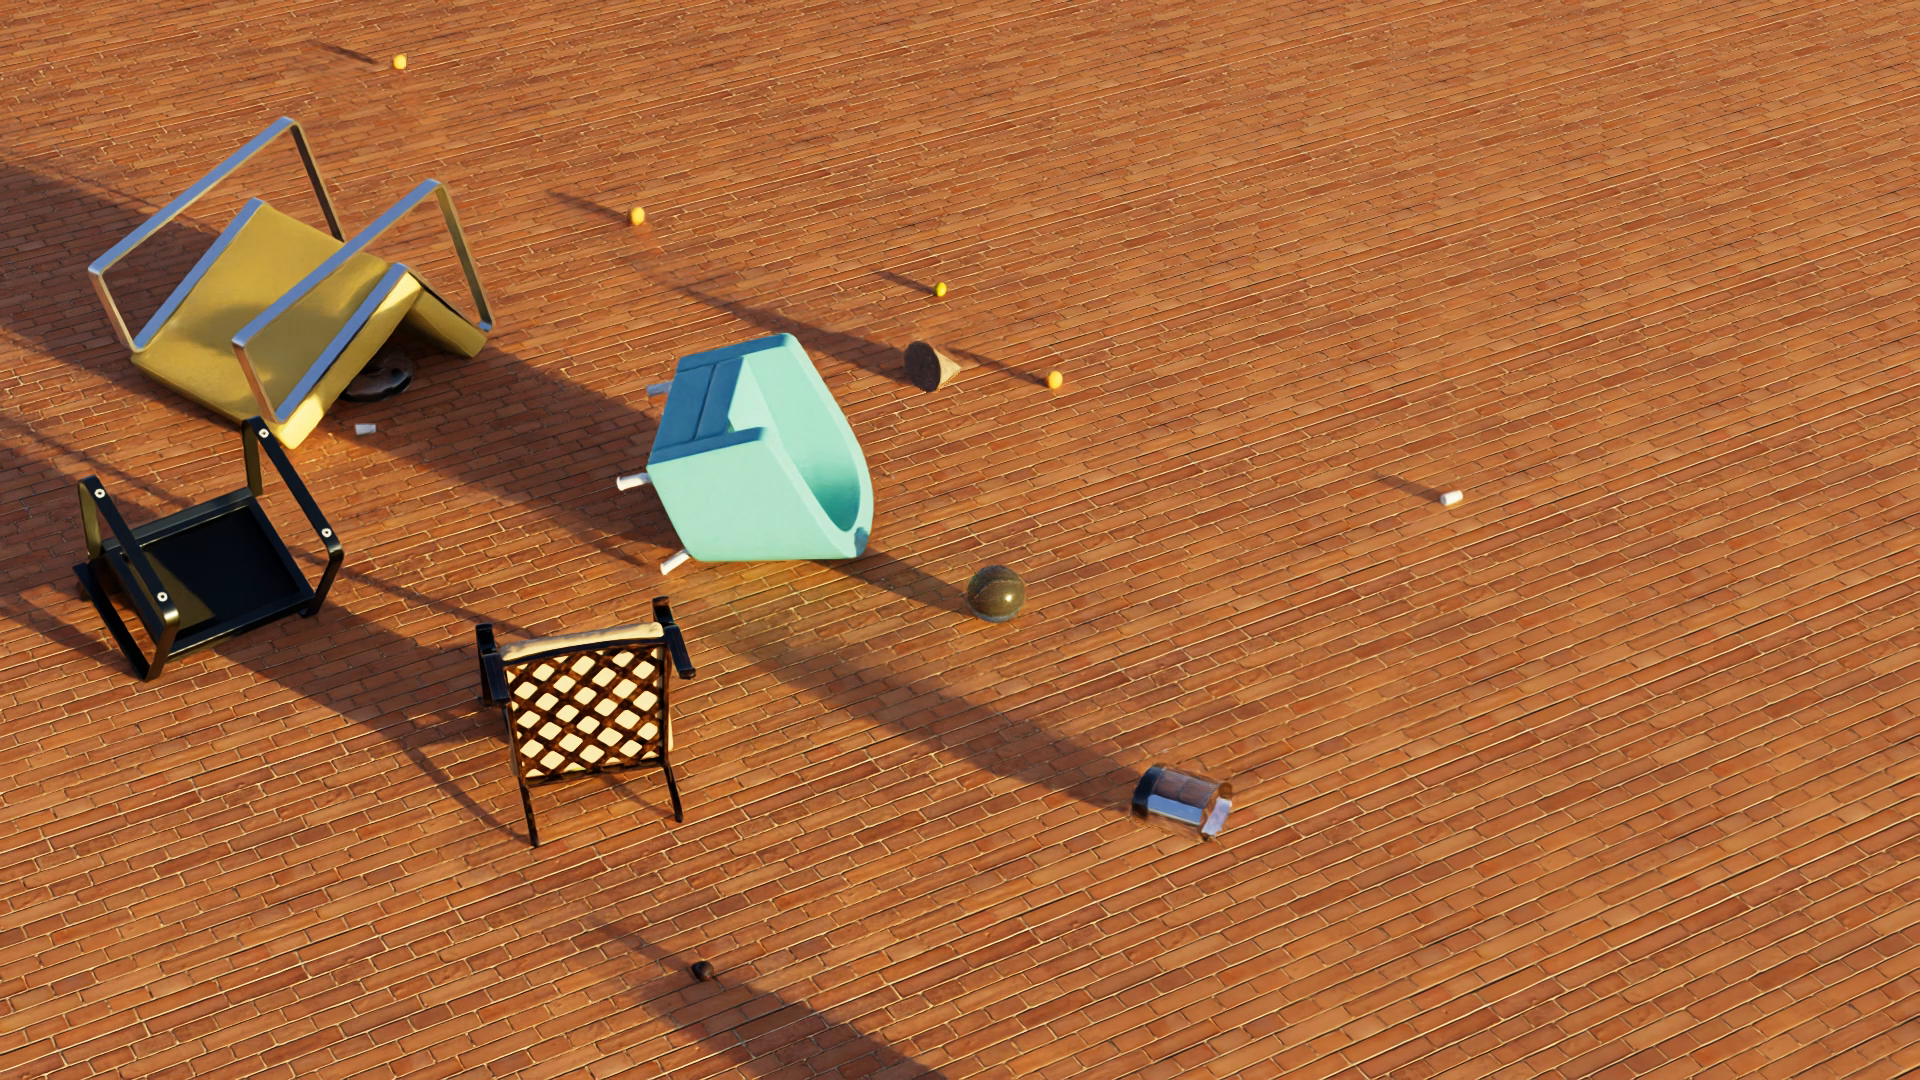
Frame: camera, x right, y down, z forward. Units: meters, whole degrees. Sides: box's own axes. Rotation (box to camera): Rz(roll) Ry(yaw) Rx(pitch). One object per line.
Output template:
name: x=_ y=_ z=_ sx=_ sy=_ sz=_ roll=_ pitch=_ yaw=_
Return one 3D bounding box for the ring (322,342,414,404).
ring: x=-2.396 y=-0.677 z=11.872 sx=0.370 sy=0.113 sz=0.397 roll=-6 pitch=33 yaw=-11

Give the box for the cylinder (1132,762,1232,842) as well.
cylinder: x=0.719 y=0.845 z=9.472 sx=0.234 sy=0.189 sz=0.306 roll=16 pitch=14 yaw=22

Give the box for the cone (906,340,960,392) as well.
cone: x=-0.070 y=-0.705 z=11.936 sx=0.223 sy=0.172 sz=0.242 roll=-1 pitch=47 yaw=-45

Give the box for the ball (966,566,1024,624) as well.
ball: x=0.128 y=0.193 z=10.462 sx=0.208 sy=0.208 sz=0.208 roll=0 pitch=33 yaw=0
